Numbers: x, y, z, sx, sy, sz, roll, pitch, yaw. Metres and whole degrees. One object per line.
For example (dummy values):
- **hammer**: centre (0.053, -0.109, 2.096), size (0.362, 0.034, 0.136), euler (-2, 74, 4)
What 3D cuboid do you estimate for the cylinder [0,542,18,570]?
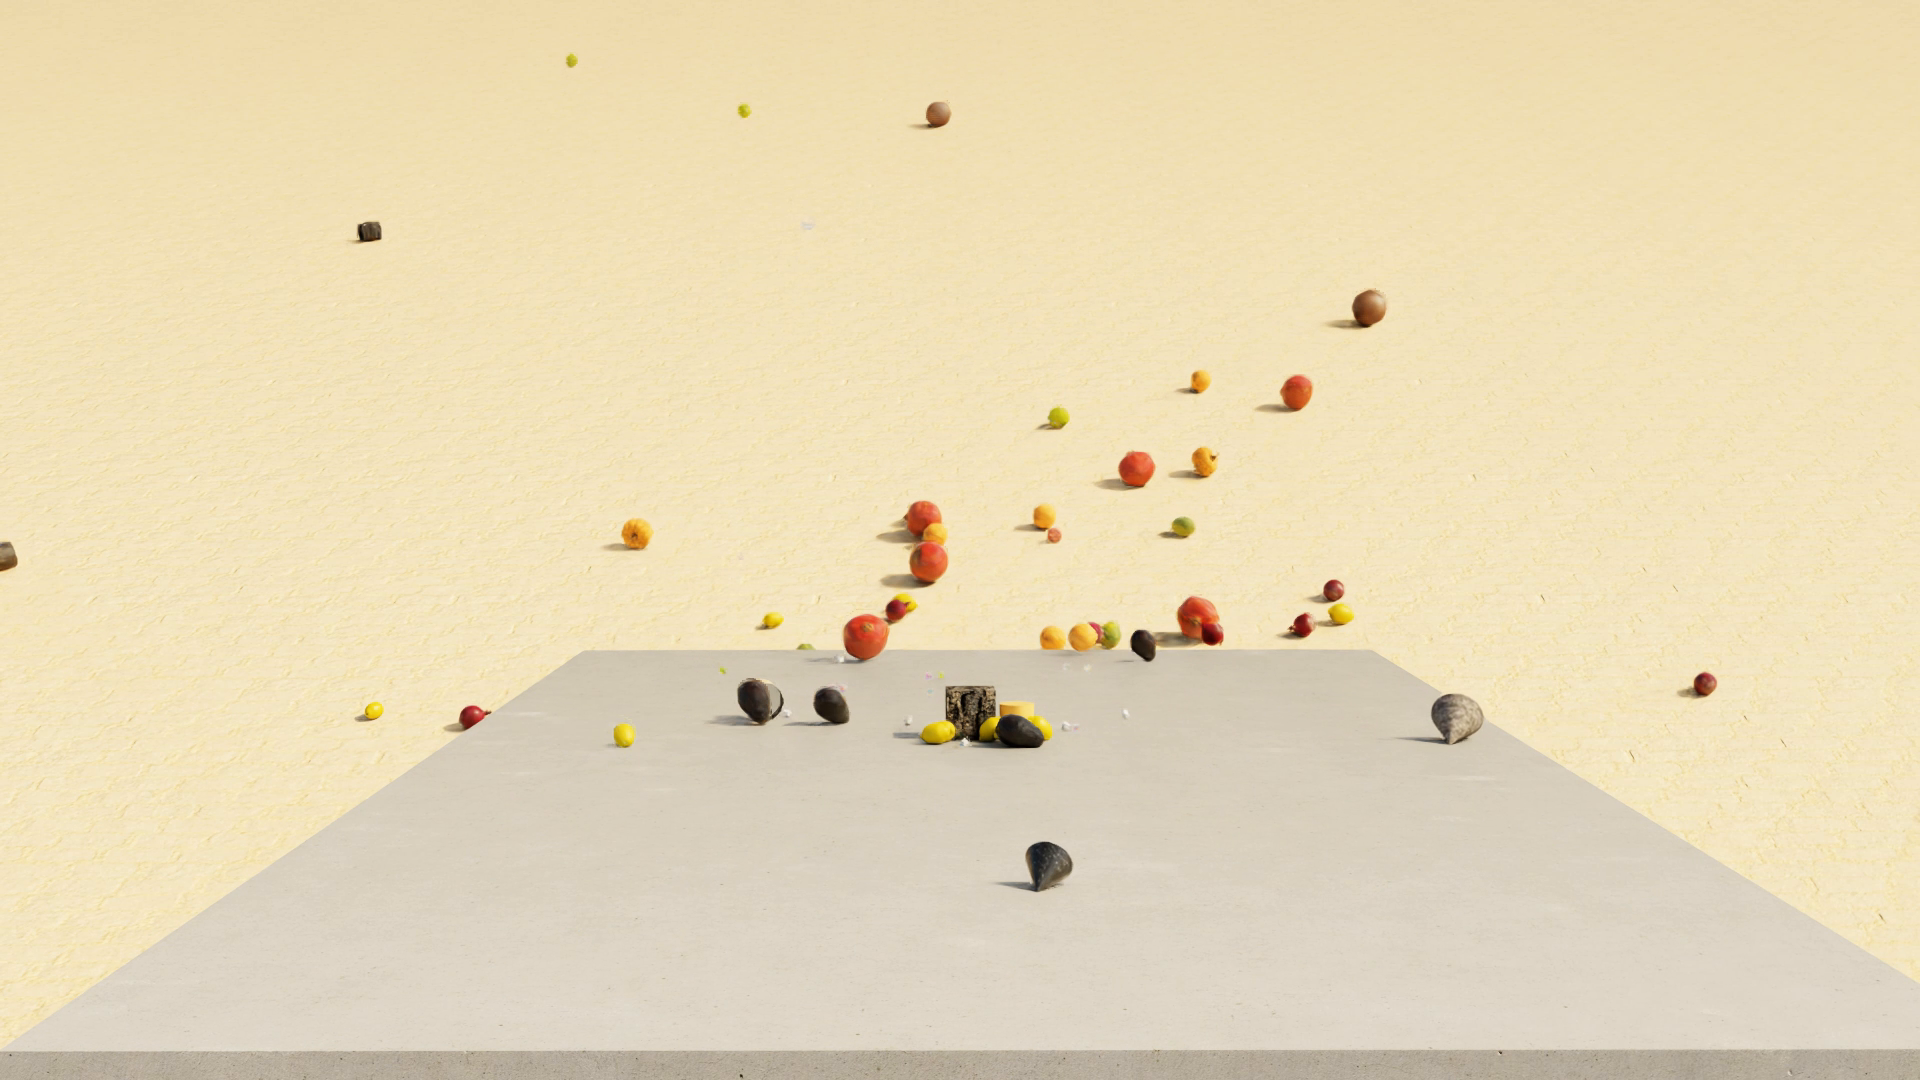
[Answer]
- **cylinder**: centre (-2.727, 0.049, 7.285), size (0.077, 0.077, 0.077), euler (-18, 27, -38)

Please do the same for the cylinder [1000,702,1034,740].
- **cylinder**: centre (0.107, 0.340, 4.842), size (0.065, 0.065, 0.065), euler (0, 3, 0)

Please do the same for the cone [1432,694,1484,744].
- **cone**: centre (0.918, 0.354, 4.782), size (0.099, 0.099, 0.099), euler (7, 32, 17)

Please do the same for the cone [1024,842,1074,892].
- **cone**: centre (0.108, 0.441, 3.362), size (0.066, 0.066, 0.066), euler (6, 32, 16)

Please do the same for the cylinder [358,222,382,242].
- **cylinder**: centre (-2.480, -1.296, 10.796), size (0.080, 0.080, 0.080), euler (-11, 23, -26)

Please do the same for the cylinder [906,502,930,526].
- **cylinder**: centre (-0.123, -0.077, 7.643), size (0.059, 0.059, 0.059), euler (-14, 23, -9)

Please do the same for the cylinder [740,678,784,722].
- **cylinder**: centre (-0.396, 0.319, 5.133), size (0.077, 0.077, 0.077), euler (-4, 4, -11)

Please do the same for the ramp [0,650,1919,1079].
- **ramp**: centre (0.049, 0.441, 4.532), size (2.000, 0.100, 4.000), euler (0, 3, 0)

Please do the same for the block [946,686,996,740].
- **block**: centre (0.020, 0.326, 4.857), size (0.092, 0.092, 0.092), euler (0, 3, -2)

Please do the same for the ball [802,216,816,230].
- **ball**: centre (-0.647, -1.355, 10.987), size (0.056, 0.056, 0.056), euler (0, 21, 0)
